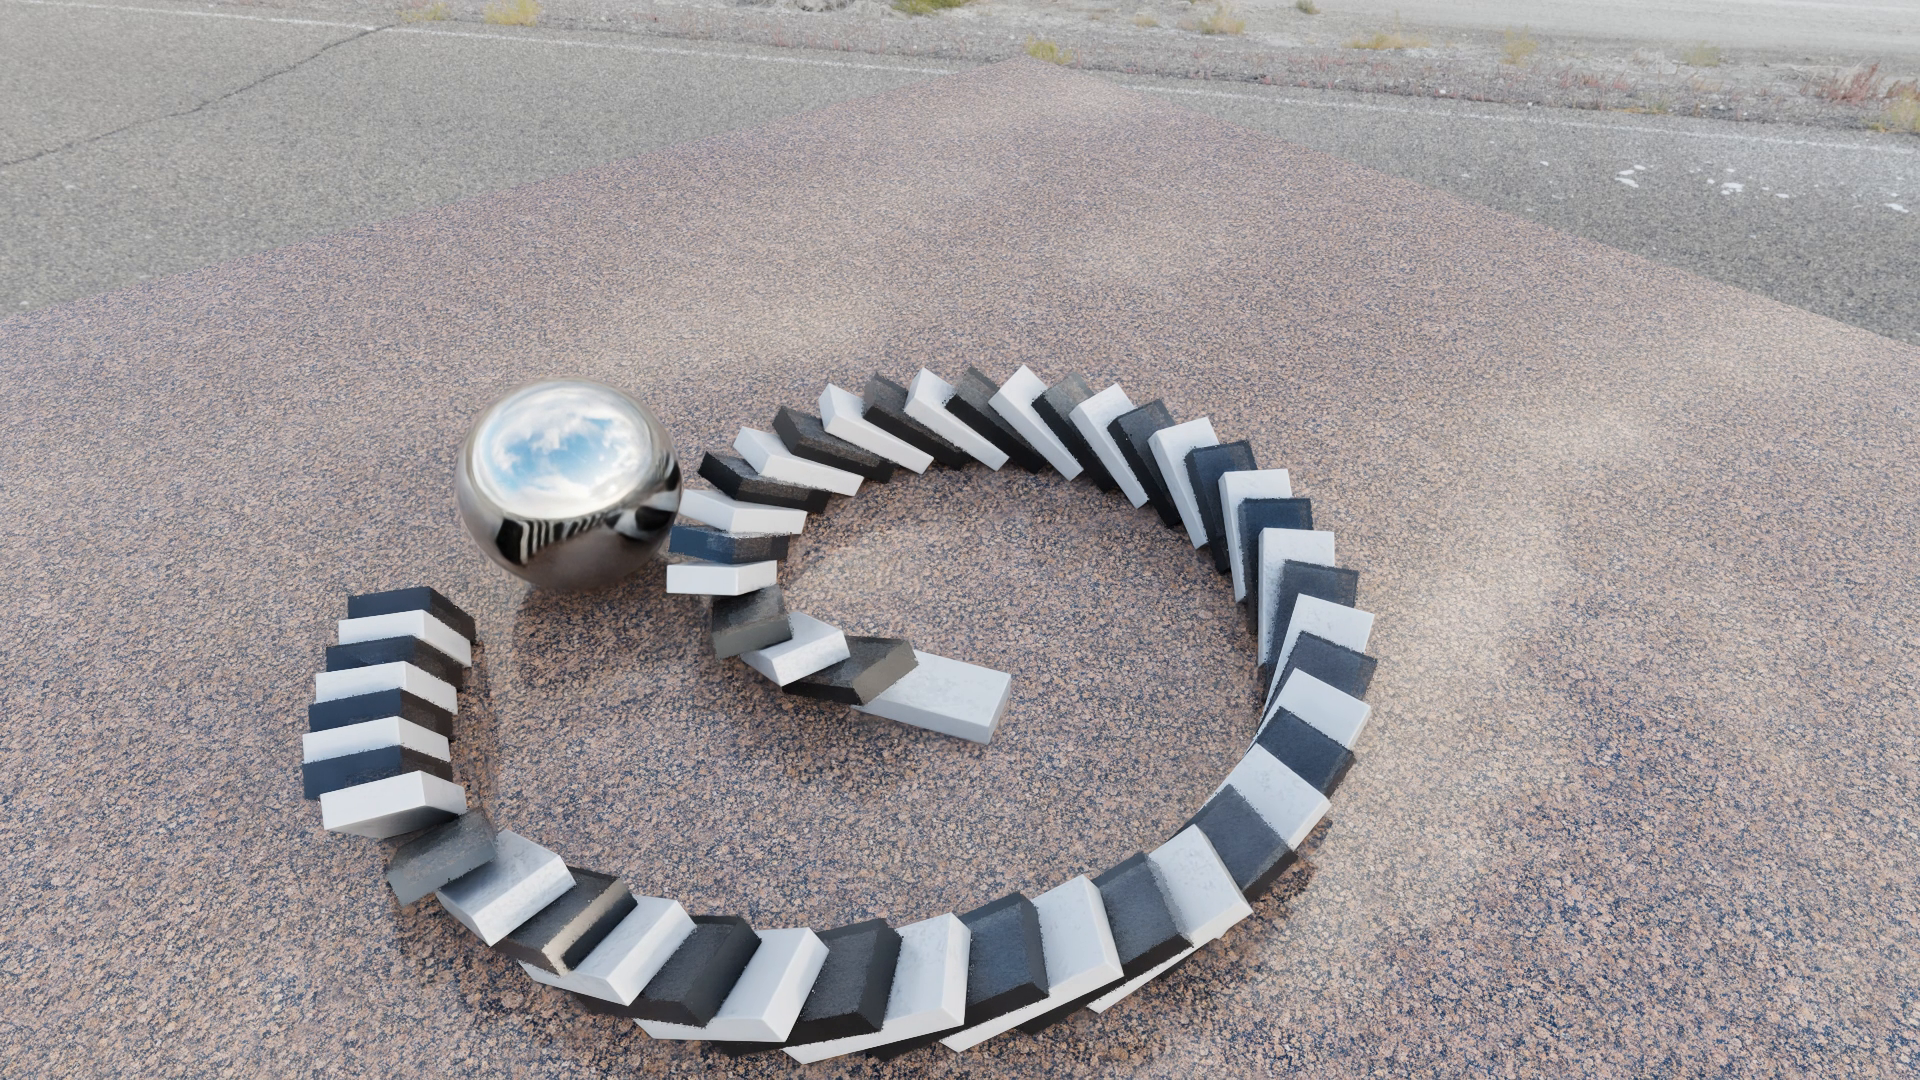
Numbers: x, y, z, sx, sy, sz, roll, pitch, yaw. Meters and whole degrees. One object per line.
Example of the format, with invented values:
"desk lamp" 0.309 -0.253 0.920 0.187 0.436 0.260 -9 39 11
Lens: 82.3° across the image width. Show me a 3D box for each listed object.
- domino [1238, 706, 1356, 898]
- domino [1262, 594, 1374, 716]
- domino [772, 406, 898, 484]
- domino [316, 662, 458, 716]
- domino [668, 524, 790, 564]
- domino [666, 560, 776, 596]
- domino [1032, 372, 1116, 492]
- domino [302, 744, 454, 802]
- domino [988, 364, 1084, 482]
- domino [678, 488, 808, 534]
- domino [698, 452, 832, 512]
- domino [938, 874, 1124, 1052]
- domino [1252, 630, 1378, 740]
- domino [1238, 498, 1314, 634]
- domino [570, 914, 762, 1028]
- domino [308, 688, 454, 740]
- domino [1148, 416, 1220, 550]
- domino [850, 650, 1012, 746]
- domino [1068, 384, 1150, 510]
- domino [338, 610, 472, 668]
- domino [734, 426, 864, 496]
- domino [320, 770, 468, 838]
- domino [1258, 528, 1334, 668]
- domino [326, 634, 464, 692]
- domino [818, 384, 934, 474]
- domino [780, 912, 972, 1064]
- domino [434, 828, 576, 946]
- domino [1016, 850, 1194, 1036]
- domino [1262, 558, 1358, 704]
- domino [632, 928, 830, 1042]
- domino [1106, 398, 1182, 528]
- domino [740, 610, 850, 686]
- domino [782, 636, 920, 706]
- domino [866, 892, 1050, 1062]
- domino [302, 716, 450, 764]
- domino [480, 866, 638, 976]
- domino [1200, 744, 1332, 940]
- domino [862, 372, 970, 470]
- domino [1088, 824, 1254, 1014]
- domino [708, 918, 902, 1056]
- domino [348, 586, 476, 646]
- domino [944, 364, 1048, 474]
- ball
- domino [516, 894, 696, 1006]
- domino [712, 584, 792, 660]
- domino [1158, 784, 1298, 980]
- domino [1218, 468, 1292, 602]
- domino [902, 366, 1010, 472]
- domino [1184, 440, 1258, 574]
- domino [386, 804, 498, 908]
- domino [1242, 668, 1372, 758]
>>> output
"domino" 0.093 0.078 0.328 0.025 0.009 0.050 34 83 34
"domino" 0.119 0.046 0.367 0.025 0.010 0.050 16 76 19
"domino" -0.053 -0.041 0.472 0.050 0.010 0.025 15 26 -40
"domino" -0.182 0.050 0.353 0.025 0.050 0.009 -8 74 -10
"domino" -0.087 0.001 0.420 0.025 0.009 0.050 11 4 14
"domino" -0.086 0.013 0.404 0.025 0.009 0.050 2 2 6
"domino" 0.057 -0.047 0.480 0.025 0.010 0.050 -36 86 -36
"domino" -0.171 0.071 0.327 0.025 0.050 0.010 -11 75 -12
"domino" 0.038 -0.052 0.485 0.050 0.010 0.025 43 47 -4
"domino" -0.085 -0.011 0.435 0.025 0.010 0.050 20 8 22
"domino" -0.079 -0.023 0.451 0.025 0.010 0.050 33 14 34
"domino" 0.016 0.111 0.288 0.050 0.010 0.025 -31 38 14
"domino" 0.112 0.057 0.353 0.025 0.010 0.050 22 78 25
"domino" 0.120 0.010 0.411 0.025 0.009 0.050 -1 73 -1
"domino" -0.077 0.111 0.287 0.050 0.009 0.025 -14 27 38
"domino" -0.179 0.057 0.344 0.025 0.050 0.009 -10 75 -11
"domino" 0.099 -0.024 0.451 0.025 0.009 0.050 -17 76 -19
"domino" -0.010 0.052 0.380 0.050 0.010 0.025 12 41 15
"domino" 0.072 -0.041 0.472 0.025 0.010 0.050 -31 83 -32
"domino" -0.186 0.036 0.371 0.025 0.050 0.010 -8 74 -9
"domino" -0.067 -0.033 0.462 0.050 0.009 0.025 12 23 -46
"domino" -0.163 0.077 0.319 0.025 0.050 0.010 -12 75 -14
"domino" 0.121 0.021 0.397 0.025 0.009 0.050 4 73 4
"domino" -0.184 0.043 0.362 0.025 0.050 0.009 -8 74 -9
"domino" -0.037 -0.049 0.481 0.050 0.009 0.025 23 30 -29
"domino" -0.022 0.115 0.282 0.050 0.009 0.025 -25 33 24
"domino" -0.128 0.095 0.306 0.025 0.010 0.050 -34 17 -34
"domino" 0.034 0.107 0.292 0.050 0.009 0.025 -34 41 11
"domino" 0.121 0.034 0.382 0.025 0.009 0.050 10 74 12
"domino" -0.059 0.114 0.283 0.050 0.010 0.025 -17 28 35
"domino" 0.086 -0.033 0.462 0.025 0.009 0.050 -25 79 -27
"domino" -0.059 0.037 0.379 0.025 0.009 0.050 -22 13 -22
"domino" -0.039 0.043 0.371 0.025 0.010 0.050 -34 19 -34
"domino" -0.002 0.113 0.285 0.050 0.009 0.025 -29 36 17
"domino" -0.176 0.065 0.335 0.025 0.050 0.009 -10 75 -12
"domino" -0.111 0.102 0.299 0.050 0.009 0.025 -9 25 46
"domino" 0.080 0.086 0.317 0.050 0.010 0.025 -49 52 -3
"domino" -0.019 -0.052 0.486 0.050 0.010 0.025 27 33 -22
"domino" 0.051 0.102 0.298 0.050 0.009 0.025 -37 43 8
"domino" -0.040 0.115 0.282 0.050 0.010 0.025 -22 31 27
"domino" -0.188 0.028 0.379 0.025 0.050 0.009 -8 74 -9
"domino" 0.019 -0.053 0.488 0.050 0.010 0.025 36 41 -11
"ball" -0.146 -0.021 0.414 0.080 0.080 0.080 0 39 0
"domino" -0.095 0.107 0.293 0.050 0.010 0.025 -12 26 43
"domino" -0.074 0.028 0.389 0.025 0.009 0.050 -15 12 -9
"domino" 0.066 0.095 0.307 0.050 0.010 0.025 -43 48 2
"domino" 0.117 -0.002 0.425 0.025 0.009 0.050 -3 73 -4
"domino" 0.000 -0.054 0.488 0.050 0.010 0.025 31 37 -16
"domino" 0.109 -0.013 0.439 0.025 0.010 0.050 -10 75 -12
"domino" -0.145 0.088 0.311 0.025 0.009 0.050 -27 5 -24
"domino" 0.103 0.068 0.340 0.025 0.010 0.050 28 80 30
